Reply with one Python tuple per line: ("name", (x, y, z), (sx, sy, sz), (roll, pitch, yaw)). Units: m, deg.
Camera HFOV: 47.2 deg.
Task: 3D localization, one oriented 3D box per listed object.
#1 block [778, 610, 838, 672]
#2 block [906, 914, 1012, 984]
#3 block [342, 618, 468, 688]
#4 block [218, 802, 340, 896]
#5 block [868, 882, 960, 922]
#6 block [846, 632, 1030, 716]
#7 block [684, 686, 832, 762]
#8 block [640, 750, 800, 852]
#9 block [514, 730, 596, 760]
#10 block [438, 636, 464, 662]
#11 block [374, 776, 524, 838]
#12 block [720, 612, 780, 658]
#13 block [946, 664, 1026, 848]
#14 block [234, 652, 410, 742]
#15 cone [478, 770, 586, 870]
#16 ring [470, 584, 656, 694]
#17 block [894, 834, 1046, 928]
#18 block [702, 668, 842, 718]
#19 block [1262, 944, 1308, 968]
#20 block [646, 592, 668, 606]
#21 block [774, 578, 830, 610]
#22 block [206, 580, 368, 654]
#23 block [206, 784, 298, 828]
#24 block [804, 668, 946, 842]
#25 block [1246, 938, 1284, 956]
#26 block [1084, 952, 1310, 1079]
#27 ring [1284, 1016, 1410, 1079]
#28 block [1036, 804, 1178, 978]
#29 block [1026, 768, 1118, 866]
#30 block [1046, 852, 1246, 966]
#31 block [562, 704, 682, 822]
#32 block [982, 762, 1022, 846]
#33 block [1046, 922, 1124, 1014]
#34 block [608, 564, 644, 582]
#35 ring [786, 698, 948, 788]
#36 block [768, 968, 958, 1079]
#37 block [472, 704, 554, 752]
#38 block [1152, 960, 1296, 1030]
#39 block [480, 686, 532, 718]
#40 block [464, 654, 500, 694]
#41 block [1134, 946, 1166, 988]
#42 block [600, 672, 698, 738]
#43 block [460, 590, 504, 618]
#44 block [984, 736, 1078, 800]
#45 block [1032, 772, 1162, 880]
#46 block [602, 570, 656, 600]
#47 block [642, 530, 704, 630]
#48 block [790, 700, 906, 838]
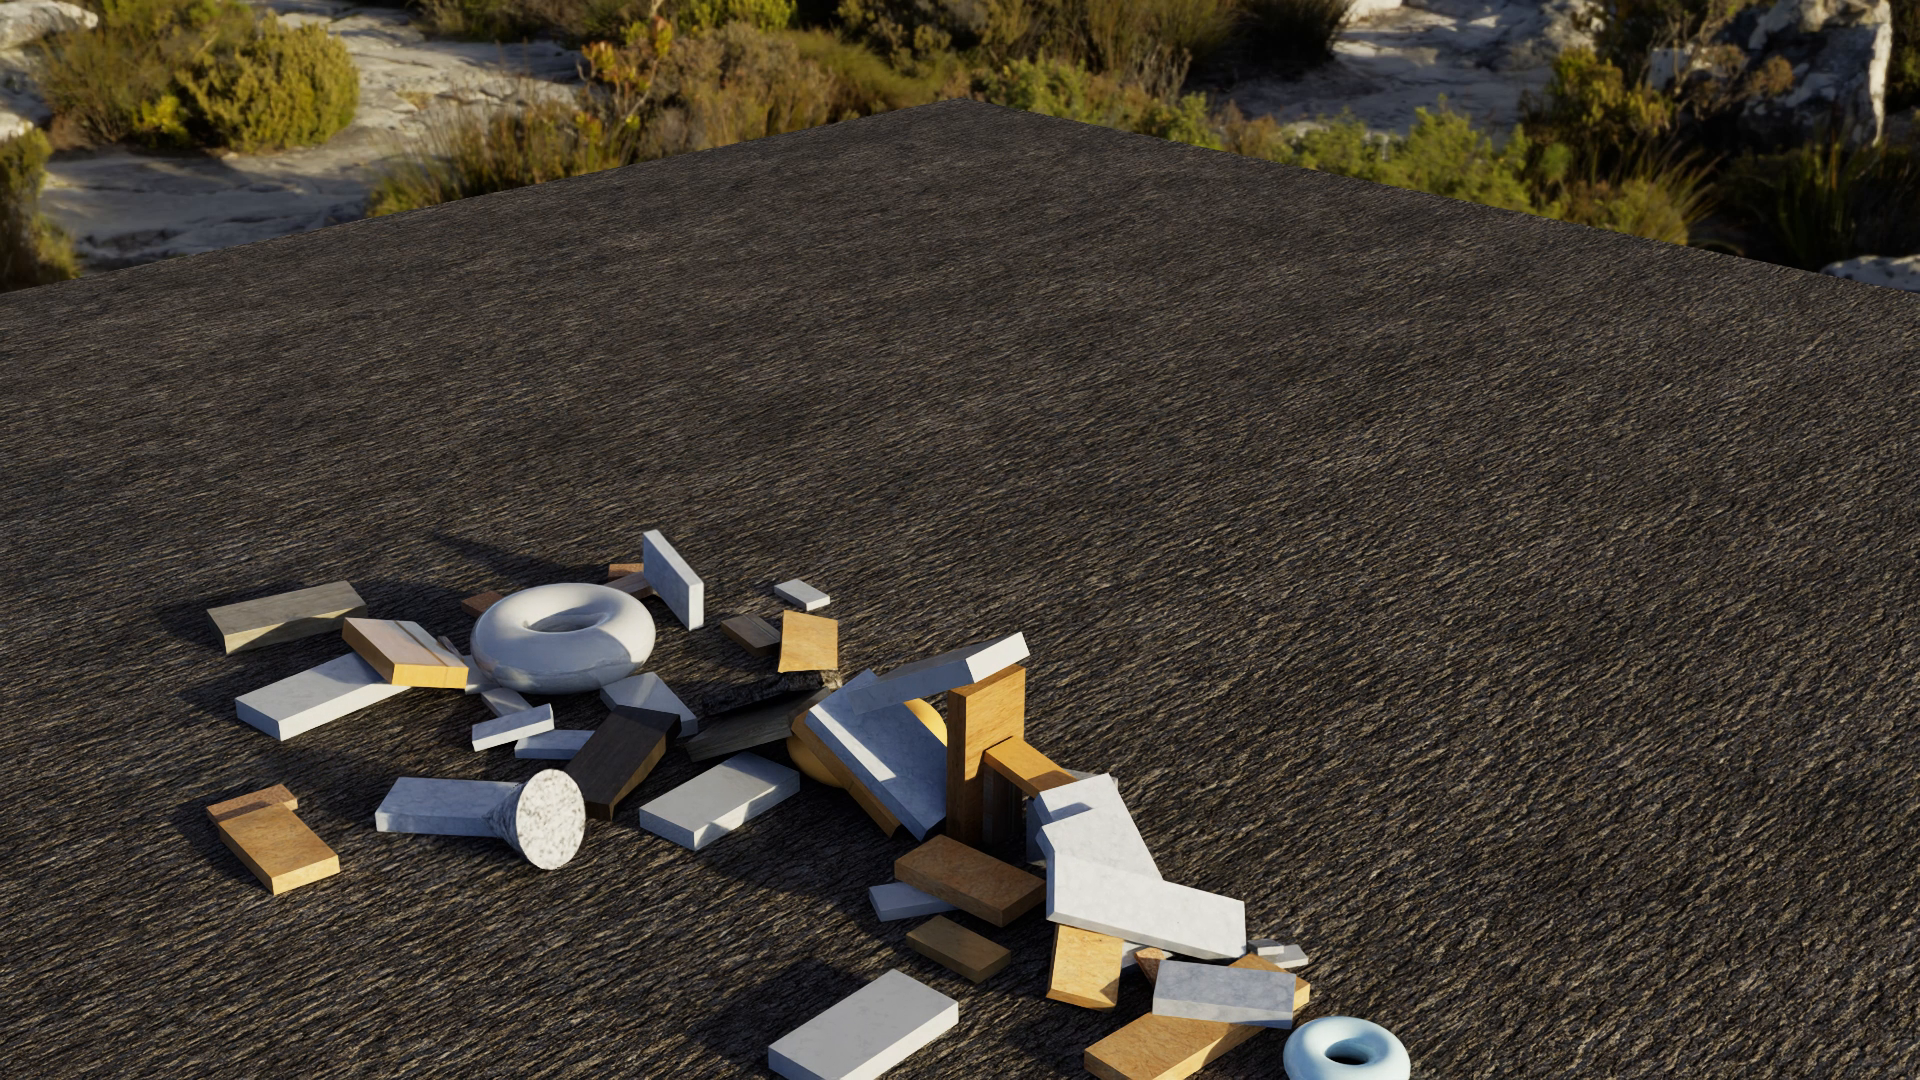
("block", (-0.352, 0.245, 5.100), (0.129, 0.037, 0.258), (12, 22, -8))
("block", (-0.003, 0.740, 3.984), (0.177, 0.025, 0.089), (20, 30, 38))
("block", (-1.264, 0.255, 4.994), (0.168, 0.048, 0.376), (5, 11, -34))
("block", (-1.333, 0.600, 4.298), (0.132, 0.037, 0.265), (-17, 29, -35))
("block", (-0.045, 0.669, 4.152), (0.240, 0.024, 0.086), (-7, 24, -15))
("block", (-0.045, 0.263, 4.316), (0.342, 0.048, 0.171), (-19, 3, 43))
("block", (-0.420, 0.387, 4.611), (0.307, 0.043, 0.153), (-18, 10, 39))
("block", (-0.485, 0.526, 4.465), (0.153, 0.043, 0.307), (17, 28, 35))
("block", (-0.856, 0.437, 4.700), (0.172, 0.024, 0.086), (1, 23, 3))
("block", (-1.167, 0.277, 5.016), (0.020, 0.069, 0.138), (5, 17, -33))
("block", (-1.011, 0.539, 4.437), (0.294, 0.042, 0.147), (2, 23, 5))
("block", (-0.485, 0.224, 5.200), (0.088, 0.025, 0.176), (-14, 27, -30))
("block", (0.050, 0.424, 4.322), (0.048, 0.342, 0.171), (21, 31, 38))
("block", (-1.416, 0.341, 4.897), (0.168, 0.048, 0.337), (19, 29, 37))
("cone", (-0.872, 0.546, 4.303), (0.193, 0.193, 0.193), (-4, 18, 32))
("ring", (-0.906, 0.223, 5.024), (0.419, 0.140, 0.419), (0, 22, 0))
("block", (0.019, 0.640, 4.143), (0.265, 0.037, 0.132), (18, 29, 37))
("block", (-0.404, 0.328, 4.706), (0.147, 0.042, 0.294), (0, -14, -44))
("block", (0.574, 0.754, 3.966), (0.094, 0.013, 0.047), (-6, 24, -14))
("block", (-0.703, 0.145, 5.402), (0.142, 0.014, 0.050), (18, 29, 37))
("block", (-0.390, 0.135, 5.419), (0.069, 0.020, 0.138), (-18, 29, -36))
("block", (-1.610, 0.183, 5.270), (0.337, 0.048, 0.168), (-13, 26, -28))
("block", (-1.434, 0.542, 4.454), (0.158, 0.022, 0.079), (-17, 28, -34))
("block", (-0.132, 0.428, 4.406), (0.342, 0.048, 0.171), (44, 52, 16))
("block", (0.549, 0.733, 3.965), (0.047, 0.013, 0.094), (-4, -2, -6))
("block", (0.409, 0.829, 3.759), (0.427, 0.037, 0.132), (-20, 30, -38))
("ring", (0.639, 0.863, 3.639), (0.209, 0.070, 0.209), (1, 22, 0))
("block", (0.278, 0.636, 4.006), (0.153, 0.043, 0.305), (-15, 58, -27))
("block", (0.219, 0.547, 4.291), (0.141, 0.141, 0.141), (8, 24, 18))
("block", (0.333, 0.660, 3.917), (0.382, 0.033, 0.118), (17, 49, -17))
("block", (-0.718, 0.460, 4.573), (0.147, 0.042, 0.334), (8, 31, 17))
("block", (0.085, 0.506, 4.341), (0.025, 0.177, 0.089), (21, 31, 38))
("block", (0.226, 0.710, 3.879), (0.118, 0.033, 0.236), (16, 49, -5))
("block", (-0.804, 0.084, 5.533), (0.157, 0.022, 0.079), (-2, 23, -4))
("ring", (-0.196, 0.417, 4.636), (0.340, 0.113, 0.340), (0, 22, 0))
("block", (-0.162, 0.838, 3.729), (0.153, 0.043, 0.305), (19, 30, 38))
("block", (-0.961, 0.403, 4.730), (0.172, 0.024, 0.086), (-16, 22, -6))
("block", (0.455, 0.781, 3.782), (0.236, 0.033, 0.118), (4, 23, 10))
("block", (-1.003, 0.365, 4.876), (0.069, 0.020, 0.138), (-14, 27, -30))
("block", (-1.094, 0.304, 5.016), (0.079, 0.022, 0.158), (-6, 24, -14))
("block", (0.351, 0.764, 3.886), (0.047, 0.013, 0.094), (-14, 56, -29))
("block", (-0.687, 0.370, 4.842), (0.129, 0.037, 0.258), (-12, 26, -26))
("block", (-1.122, 0.172, 5.324), (0.176, 0.025, 0.088), (21, 31, 40))
("block", (0.141, 0.449, 4.256), (0.177, 0.025, 0.089), (34, 38, 31))
("block", (0.271, 0.592, 4.101), (0.153, 0.043, 0.305), (-12, 60, -26))
("block", (-0.863, 0.140, 5.377), (0.291, 0.025, 0.088), (-22, 32, -35))
("block", (-0.694, 0.096, 5.311), (0.037, 0.129, 0.258), (-16, 38, -28))
("block", (-0.182, 0.442, 4.437), (0.153, 0.043, 0.307), (-32, 69, -36))
